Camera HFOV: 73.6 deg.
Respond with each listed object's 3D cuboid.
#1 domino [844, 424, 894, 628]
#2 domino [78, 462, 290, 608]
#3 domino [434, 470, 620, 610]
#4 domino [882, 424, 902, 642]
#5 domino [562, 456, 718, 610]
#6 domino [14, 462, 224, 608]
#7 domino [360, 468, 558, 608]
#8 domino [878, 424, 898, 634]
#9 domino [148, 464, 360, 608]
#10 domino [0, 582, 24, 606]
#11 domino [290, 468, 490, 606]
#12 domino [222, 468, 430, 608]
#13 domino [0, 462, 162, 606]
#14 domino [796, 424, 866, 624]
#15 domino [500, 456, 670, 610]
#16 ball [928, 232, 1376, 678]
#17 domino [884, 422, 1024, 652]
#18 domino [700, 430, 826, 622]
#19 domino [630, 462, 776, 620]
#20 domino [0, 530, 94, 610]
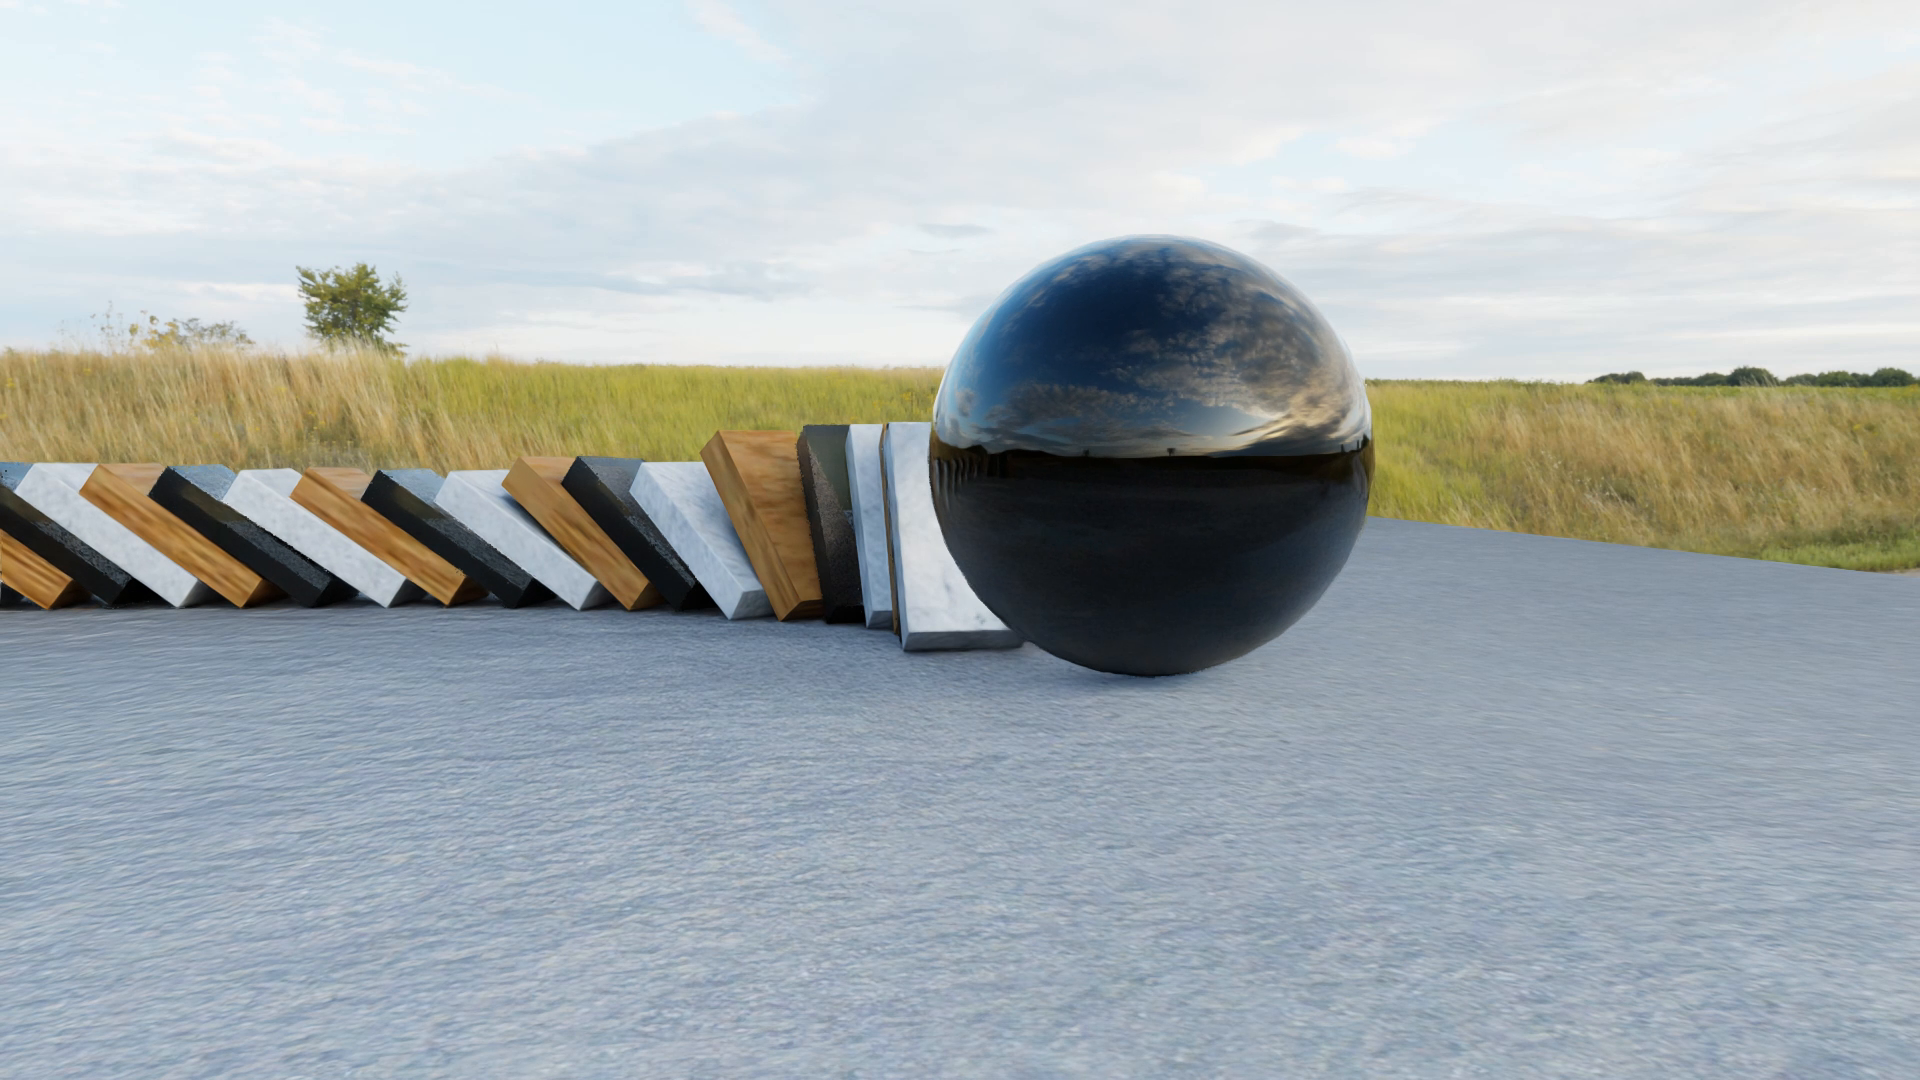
[{"bbox_3d":[-0.012,-0.004,0.306,0.025,0.050,0.010,-1,-28,-15],"label":"domino"},{"bbox_3d":[-0.202,-0.002,0.341,0.050,0.010,0.025,36,3,-3],"label":"domino"},{"bbox_3d":[-0.112,-0.001,0.343,0.050,0.009,0.025,35,12,10],"label":"domino"},{"bbox_3d":[-0.002,-0.002,0.284,0.025,0.050,0.009,-1,-28,-11],"label":"domino"},{"bbox_3d":[-0.079,-0.002,0.336,0.050,0.009,0.025,43,19,20],"label":"domino"},{"bbox_3d":[-0.219,-0.002,0.341,0.050,0.010,0.025,36,2,-3],"label":"domino"},{"bbox_3d":[-0.131,-0.001,0.344,0.050,0.009,0.025,34,7,4],"label":"domino"},{"bbox_3d":[-0.004,-0.003,0.296,0.025,0.050,0.009,-1,-28,-11],"label":"domino"},{"bbox_3d":[-0.185,-0.001,0.342,0.050,0.009,0.025,35,3,-3],"label":"domino"},{"bbox_3d":[-0.268,0.000,0.329,0.050,0.009,0.025,34,-5,-15],"label":"domino"},{"bbox_3d":[-0.150,-0.002,0.345,0.050,0.009,0.025,34,4,1],"label":"domino"},{"bbox_3d":[-0.167,-0.001,0.343,0.050,0.010,0.025,34,4,-2],"label":"domino"},{"bbox_3d":[-0.236,-0.002,0.341,0.050,0.010,0.025,36,0,-3],"label":"domino"},{"bbox_3d":[-0.023,-0.005,0.315,0.025,0.050,0.009,-2,-28,-22],"label":"domino"},{"bbox_3d":[-0.095,-0.003,0.340,0.050,0.009,0.025,41,15,13],"label":"domino"},{"bbox_3d":[0.034,-0.015,0.235,0.080,0.080,0.080,0,4,0],"label":"ball"},{"bbox_3d":[-0.001,-0.002,0.273,0.025,0.050,0.010,-1,-28,-11],"label":"domino"},{"bbox_3d":[-0.043,-0.005,0.321,0.025,0.050,0.010,-5,-30,-49],"label":"domino"},{"bbox_3d":[-0.060,-0.001,0.328,0.025,0.010,0.050,-5,43,-49],"label":"domino"},{"bbox_3d":[-0.252,-0.002,0.334,0.050,0.009,0.025,37,-5,-12],"label":"domino"}]
